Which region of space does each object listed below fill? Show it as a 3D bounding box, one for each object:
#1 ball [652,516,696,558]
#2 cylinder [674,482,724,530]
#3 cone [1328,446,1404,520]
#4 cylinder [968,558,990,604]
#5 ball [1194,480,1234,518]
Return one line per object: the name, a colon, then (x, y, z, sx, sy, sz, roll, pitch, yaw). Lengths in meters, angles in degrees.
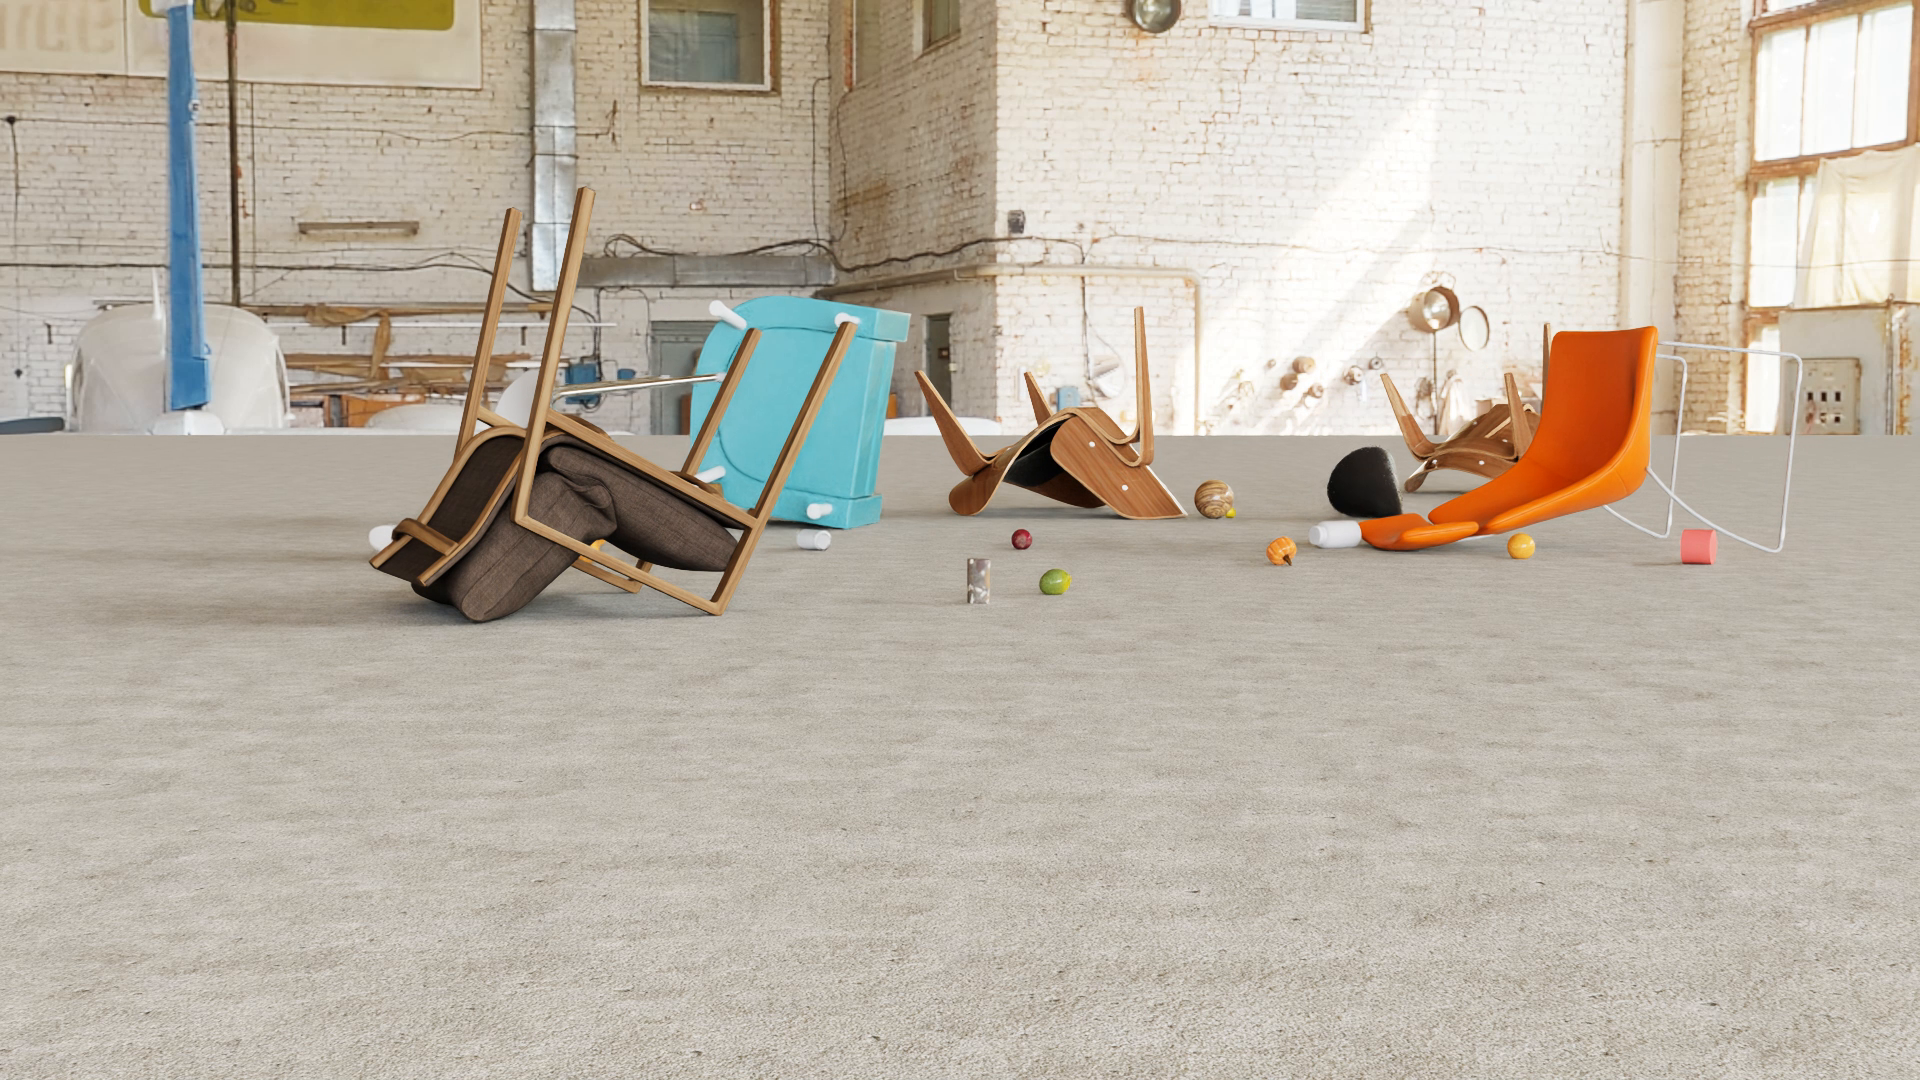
ball: (-0.760, -0.009, 5.837, 0.114, 0.114, 0.114, 0, 4, 0)
cylinder: (-0.837, -0.109, 7.044, 0.134, 0.149, 0.125, 1, -11, 8)
cone: (1.469, -0.137, 7.643, 0.273, 0.271, 0.297, -31, 35, -3)
cylinder: (0.040, 0.086, 4.617, 0.034, 0.092, 0.060, -4, 6, -45)
ball: (0.879, -0.142, 7.613, 0.137, 0.137, 0.137, 0, 4, 0)
